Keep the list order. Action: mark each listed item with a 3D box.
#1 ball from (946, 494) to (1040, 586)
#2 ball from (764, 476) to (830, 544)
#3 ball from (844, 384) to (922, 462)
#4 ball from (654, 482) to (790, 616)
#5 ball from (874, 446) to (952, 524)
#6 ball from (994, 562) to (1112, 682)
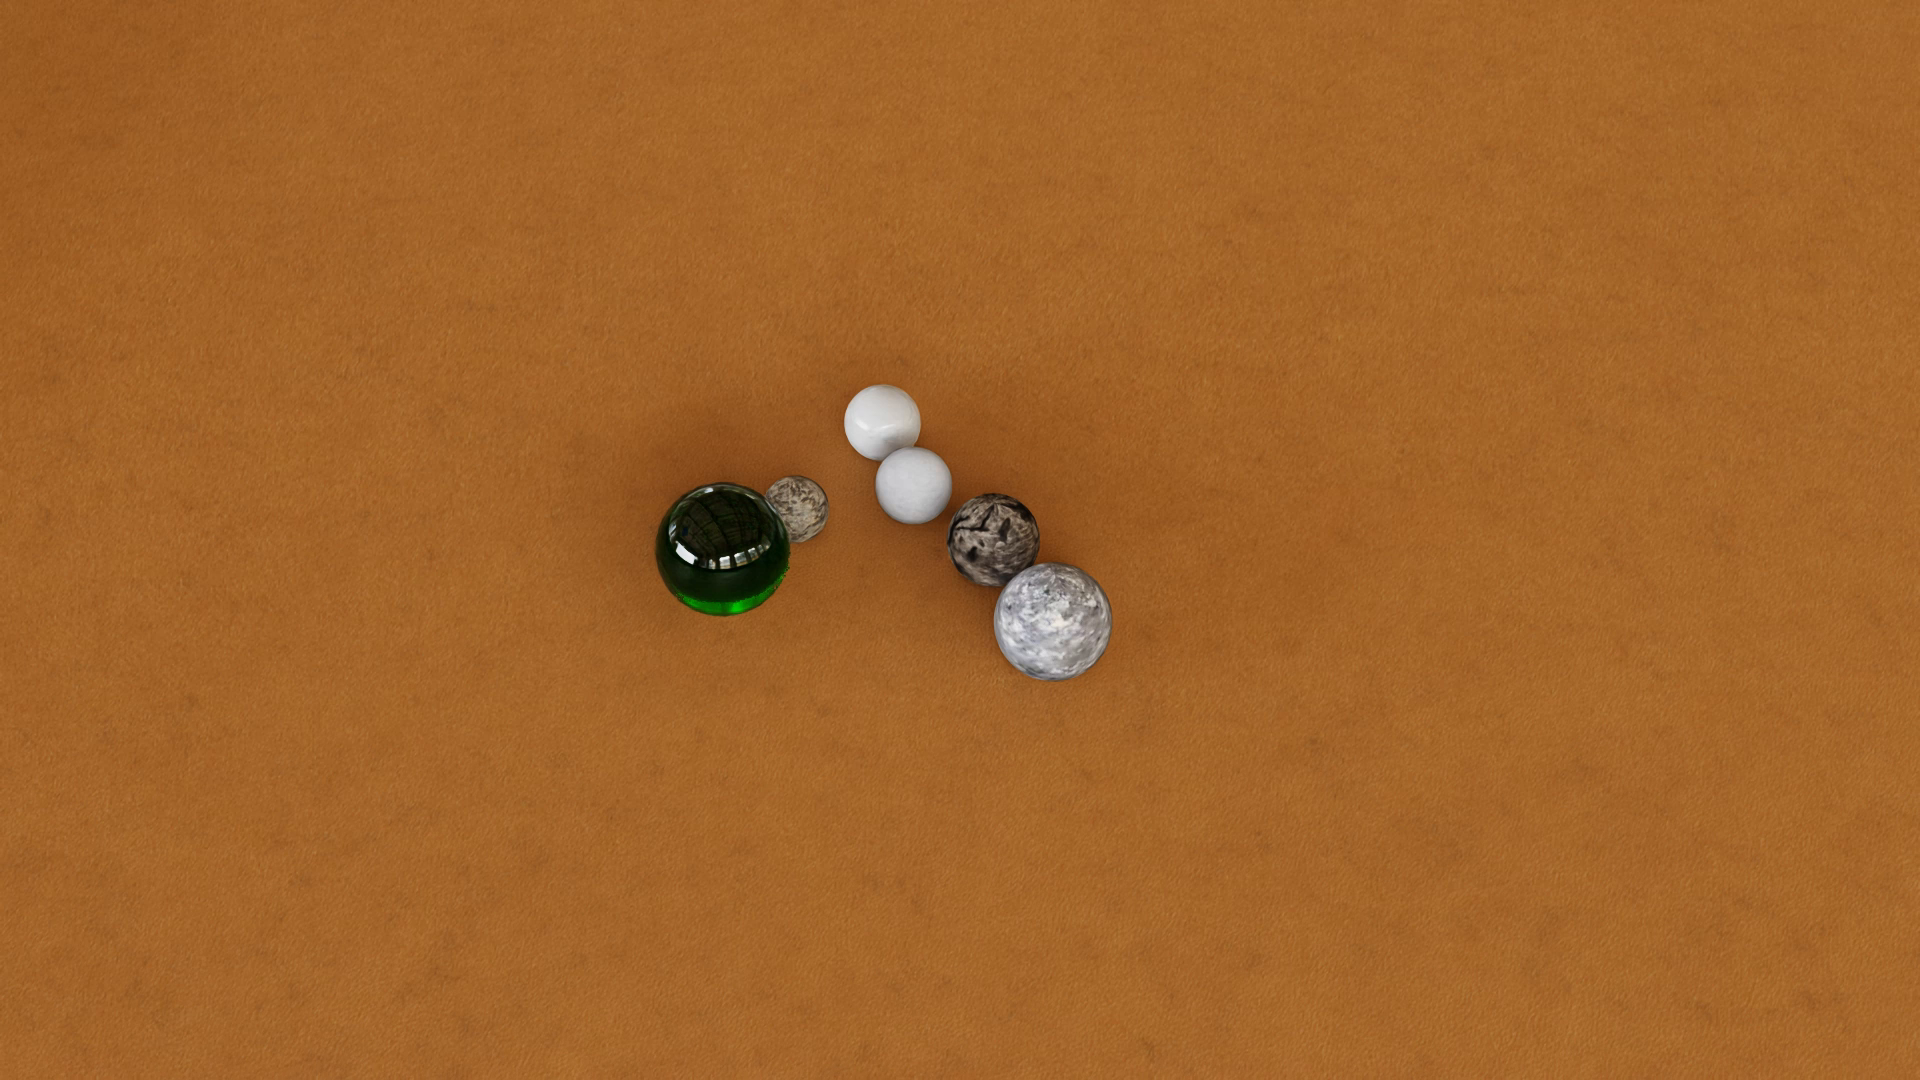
[{"bbox_3d":[0.021,0.000,1.606,0.059,0.059,0.059,0,36,0],"label":"ball"},{"bbox_3d":[-0.106,-0.020,1.646,0.043,0.043,0.043,0,36,0],"label":"ball"},{"bbox_3d":[-0.052,-0.079,1.719,0.052,0.052,0.052,0,36,0],"label":"ball"},{"bbox_3d":[-0.146,0.006,1.578,0.083,0.083,0.083,0,36,0],"label":"ball"},{"bbox_3d":[-0.030,-0.035,1.661,0.051,0.051,0.051,0,36,0],"label":"ball"},{"bbox_3d":[0.056,0.049,1.530,0.071,0.071,0.071,0,36,0],"label":"ball"}]
